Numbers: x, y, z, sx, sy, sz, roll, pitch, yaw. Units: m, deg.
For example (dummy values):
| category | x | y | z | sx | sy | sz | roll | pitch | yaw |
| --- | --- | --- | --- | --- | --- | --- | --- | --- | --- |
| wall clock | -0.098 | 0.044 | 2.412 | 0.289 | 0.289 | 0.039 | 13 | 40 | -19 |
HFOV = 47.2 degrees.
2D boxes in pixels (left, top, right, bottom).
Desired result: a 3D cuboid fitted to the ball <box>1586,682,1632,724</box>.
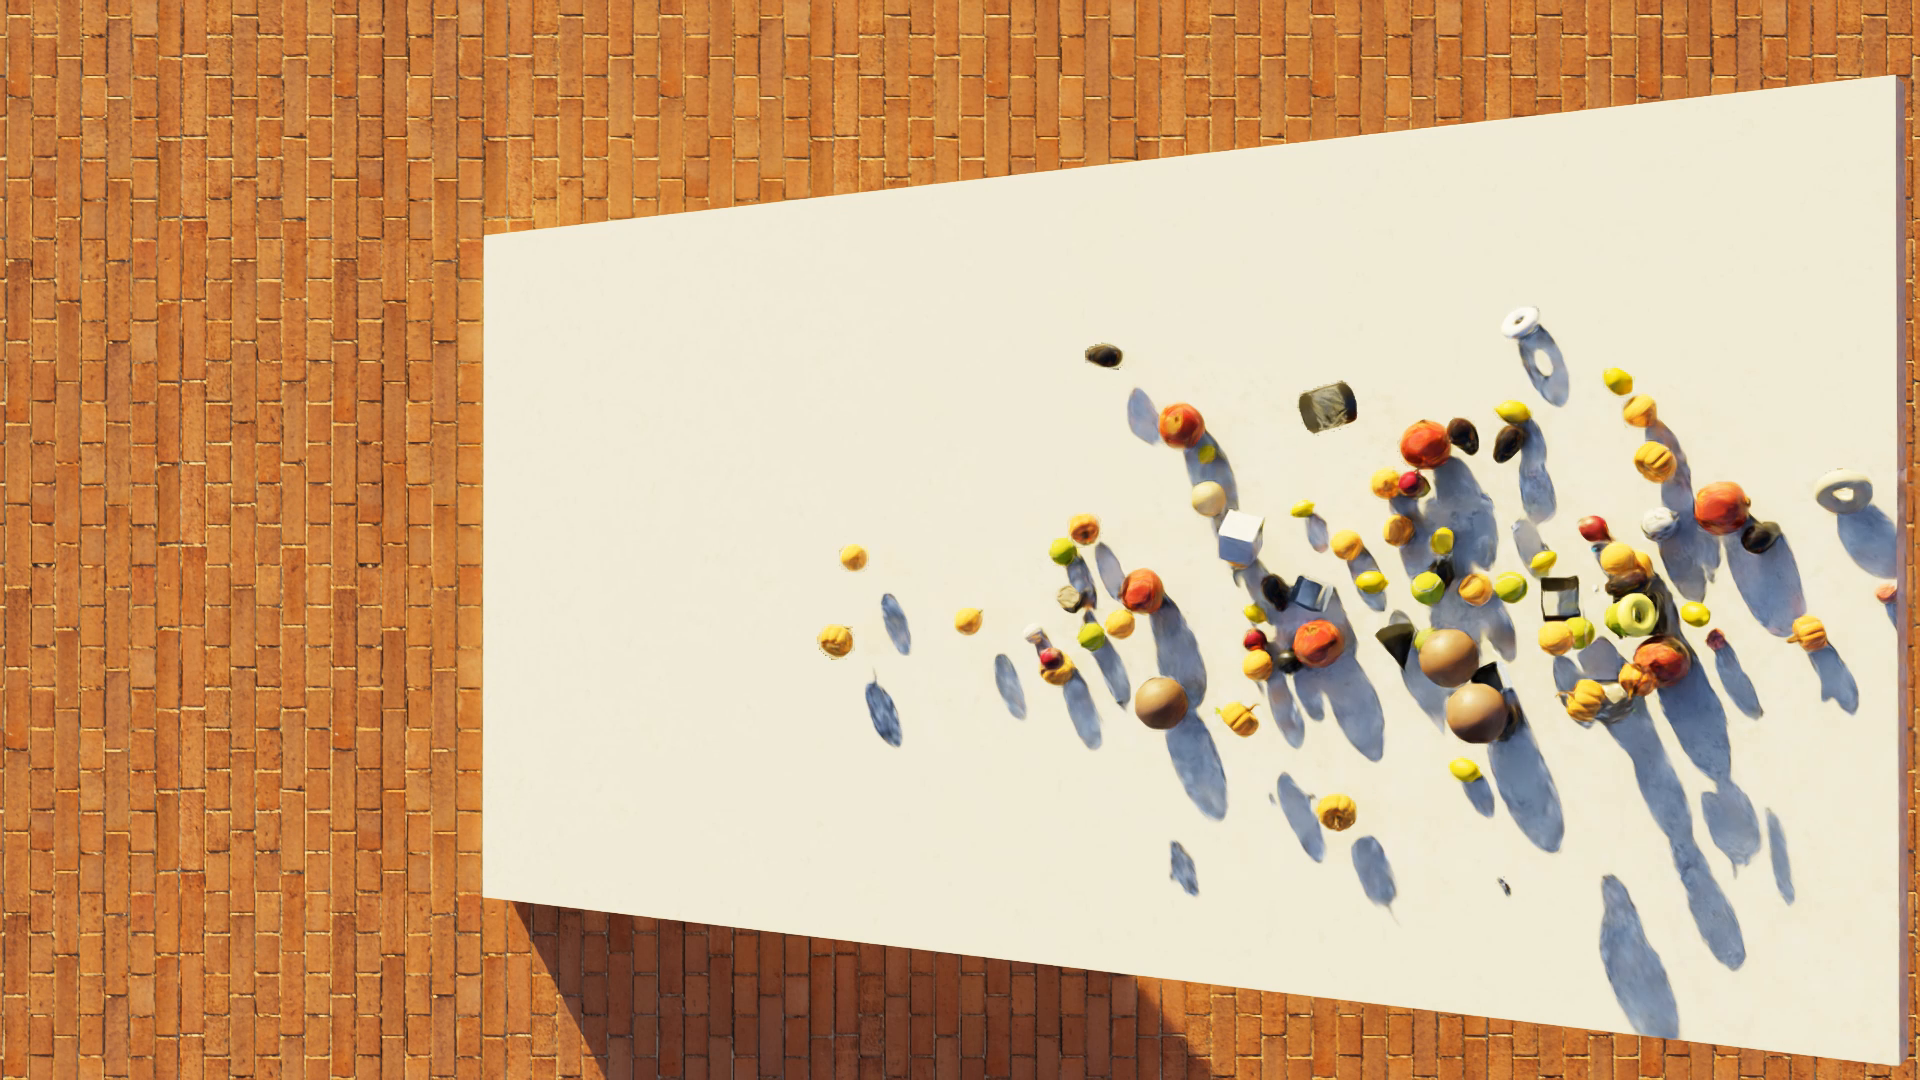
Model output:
| category | x | y | z | sx | sy | sz | roll | pitch | yaw |
| --- | --- | --- | --- | --- | --- | --- | --- | --- | --- |
| ball | 1.378 | 0.346 | 4.665 | 0.092 | 0.092 | 0.092 | 0 | 90 | 0 |

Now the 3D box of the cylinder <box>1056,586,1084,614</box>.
| category | x | y | z | sx | sy | sz | roll | pitch | yaw |
| --- | --- | --- | --- | --- | --- | --- | --- | --- | --- |
| cylinder | 0.273 | 0.147 | 5.443 | 0.057 | 0.057 | 0.057 | -4 | 74 | 14 |

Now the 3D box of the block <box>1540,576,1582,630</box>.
| category | x | y | z | sx | sy | sz | roll | pitch | yaw |
| --- | --- | --- | --- | --- | --- | --- | --- | --- | --- |
| block | 1.291 | 0.135 | 4.717 | 0.078 | 0.078 | 0.078 | -5 | 134 | 20 |

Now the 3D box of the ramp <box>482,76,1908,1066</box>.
| category | x | y | z | sx | sy | sz | roll | pitch | yaw |
| --- | --- | --- | --- | --- | --- | --- | --- | --- | --- |
| ramp | 0.253 | 0.070 | 5.585 | 4.000 | 0.100 | 2.000 | 0 | 89 | 34 |

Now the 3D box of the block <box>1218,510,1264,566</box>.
| category | x | y | z | sx | sy | sz | roll | pitch | yaw |
| --- | --- | --- | --- | --- | --- | --- | --- | --- | --- |
| block | 0.655 | -0.004 | 5.125 | 0.083 | 0.083 | 0.083 | 15 | 50 | 20 |

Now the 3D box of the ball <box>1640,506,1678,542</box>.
| category | x | y | z | sx | sy | sz | roll | pitch | yaw |
| --- | --- | --- | --- | --- | --- | --- | --- | --- | --- |
| ball | 1.483 | -0.033 | 4.662 | 0.076 | 0.076 | 0.076 | 0 | 90 | 0 |

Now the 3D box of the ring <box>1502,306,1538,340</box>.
| category | x | y | z | sx | sy | sz | roll | pitch | yaw |
| --- | --- | --- | --- | --- | --- | --- | --- | --- | --- |
| ring | 1.230 | -0.476 | 4.830 | 0.089 | 0.089 | 0.030 | -44 | 115 | 0 |

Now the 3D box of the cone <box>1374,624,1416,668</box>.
| category | x | y | z | sx | sy | sz | roll | pitch | yaw |
| --- | --- | --- | --- | --- | --- | --- | --- | --- | --- |
| cone | 0.991 | 0.250 | 4.960 | 0.094 | 0.094 | 0.094 | -8 | 65 | 0 |

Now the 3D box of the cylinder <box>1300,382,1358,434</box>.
| category | x | y | z | sx | sy | sz | roll | pitch | yaw |
| --- | --- | --- | --- | --- | --- | --- | --- | --- | --- |
| cylinder | 0.818 | -0.294 | 4.886 | 0.094 | 0.094 | 0.094 | -16 | 90 | -15 |

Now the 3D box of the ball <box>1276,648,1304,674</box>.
| category | x | y | z | sx | sy | sz | roll | pitch | yaw |
| --- | --- | --- | --- | --- | --- | --- | --- | --- | --- |
| ball | 0.770 | 0.284 | 5.138 | 0.062 | 0.062 | 0.062 | 0 | 90 | 0 |

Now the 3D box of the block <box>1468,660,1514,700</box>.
| category | x | y | z | sx | sy | sz | roll | pitch | yaw |
| --- | --- | --- | --- | --- | --- | --- | --- | --- | --- |
| block | 1.176 | 0.310 | 4.871 | 0.064 | 0.064 | 0.064 | -29 | 74 | 30 |

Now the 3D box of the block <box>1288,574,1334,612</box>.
| category | x | y | z | sx | sy | sz | roll | pitch | yaw |
| --- | --- | --- | --- | --- | --- | --- | --- | --- | --- |
| block | 0.817 | 0.123 | 5.110 | 0.067 | 0.067 | 0.067 | 27 | 104 | 31 |

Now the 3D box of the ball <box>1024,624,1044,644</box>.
| category | x | y | z | sx | sy | sz | roll | pitch | yaw |
| --- | --- | --- | --- | --- | --- | --- | --- | --- | --- |
| ball | 0.185 | 0.236 | 5.537 | 0.052 | 0.052 | 0.052 | 0 | 90 | 0 |

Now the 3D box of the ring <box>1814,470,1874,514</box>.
| category | x | y | z | sx | sy | sz | roll | pitch | yaw |
| --- | --- | --- | --- | --- | --- | --- | --- | --- | --- |
| ring | 1.789 | -0.097 | 4.450 | 0.112 | 0.112 | 0.037 | 17 | 50 | 0 |

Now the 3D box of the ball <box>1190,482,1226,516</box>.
| category | x | y | z | sx | sy | sz | roll | pitch | yaw |
| --- | --- | --- | --- | --- | --- | --- | --- | --- | --- |
| ball | 0.593 | -0.097 | 5.250 | 0.085 | 0.085 | 0.085 | 0 | 90 | 0 |

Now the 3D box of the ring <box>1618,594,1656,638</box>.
| category | x | y | z | sx | sy | sz | roll | pitch | yaw |
| --- | --- | --- | --- | --- | --- | --- | --- | --- | --- |
| ring | 1.382 | 0.154 | 4.489 | 0.091 | 0.030 | 0.091 | 4 | 79 | -22 |
